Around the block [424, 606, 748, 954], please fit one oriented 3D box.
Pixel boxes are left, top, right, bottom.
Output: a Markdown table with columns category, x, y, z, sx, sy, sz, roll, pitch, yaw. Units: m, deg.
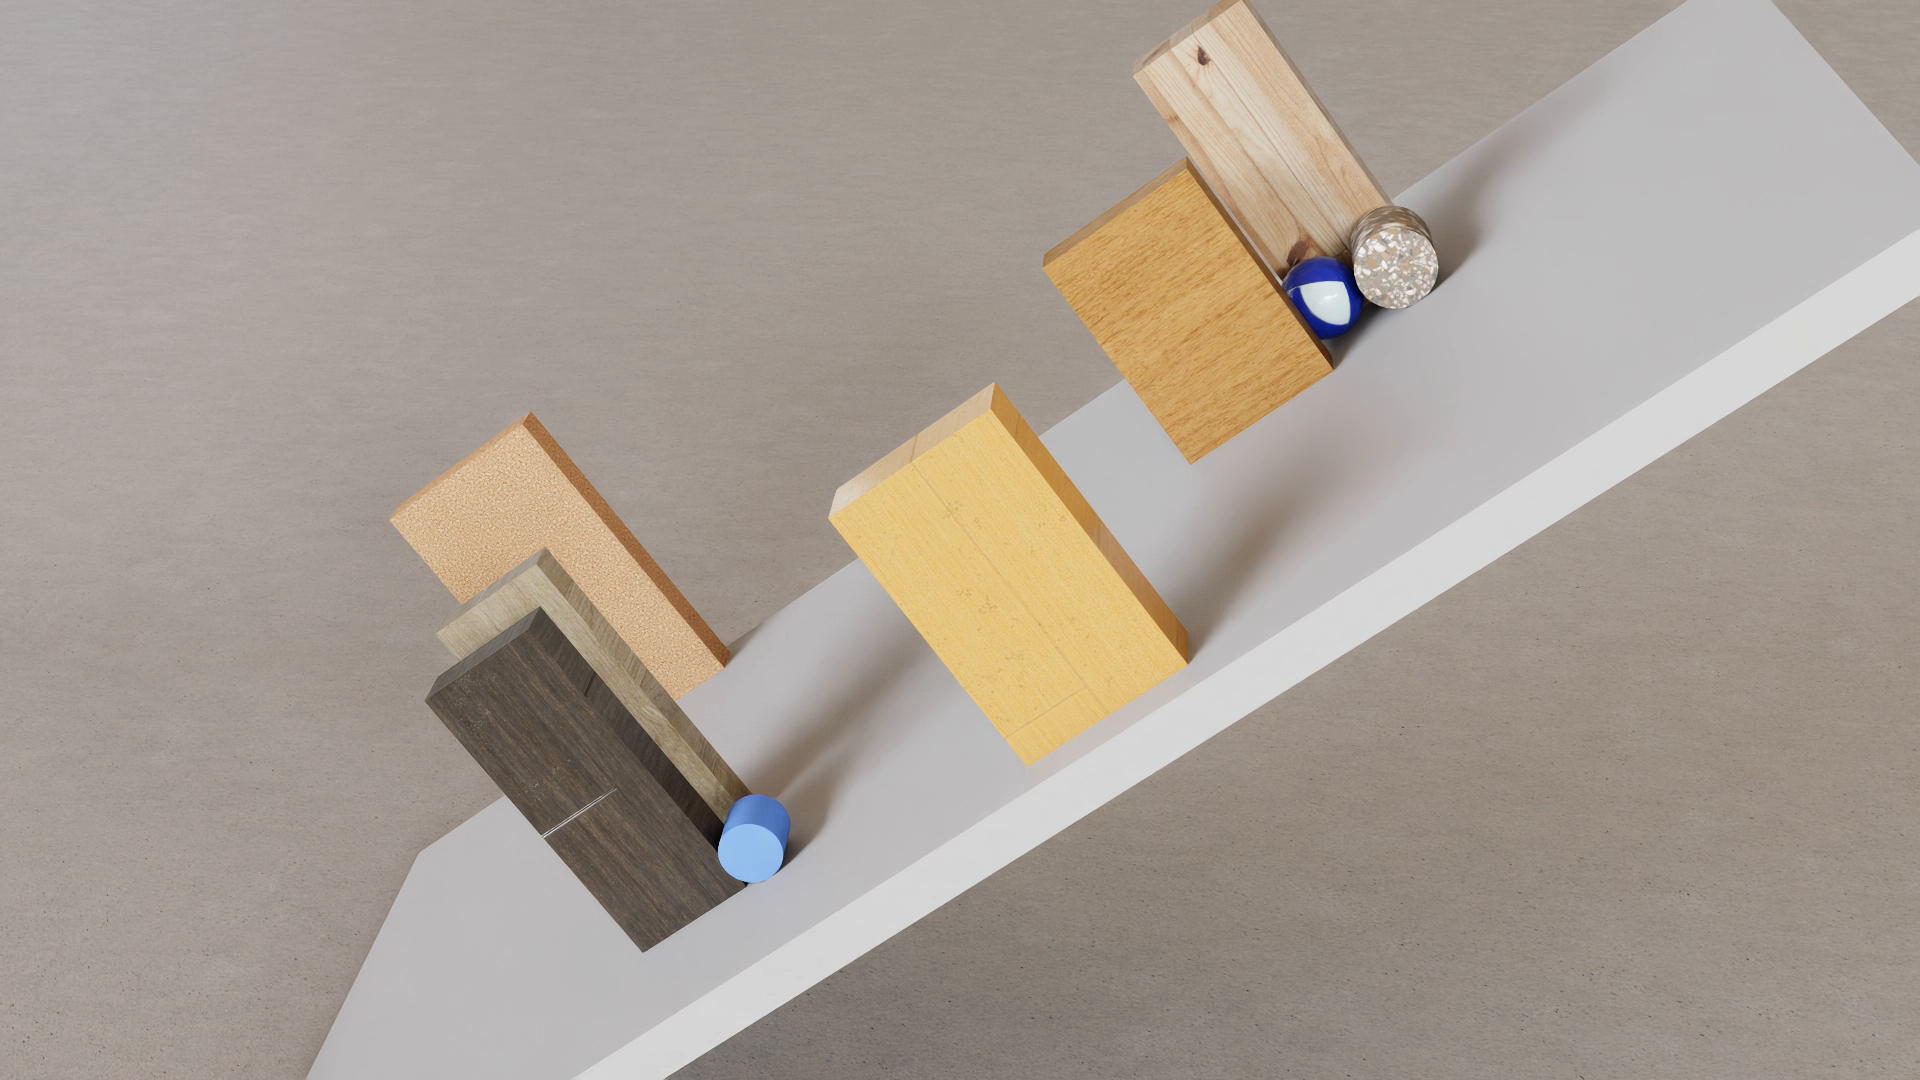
| category | x | y | z | sx | sy | sz | roll | pitch | yaw |
| --- | --- | --- | --- | --- | --- | --- | --- | --- | --- |
| block | -0.738 | 0.485 | 5.902 | 0.270 | 0.690 | 0.114 | -34 | 16 | 16 |

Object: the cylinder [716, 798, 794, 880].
| category | x | y | z | sx | sy | sz | roll | pitch | yaw |
| --- | --- | --- | --- | --- | --- | --- | --- | --- | --- |
| cylinder | -0.412 | 0.598 | 5.903 | 0.130 | 0.130 | 0.130 | 4 | 12 | 9 |

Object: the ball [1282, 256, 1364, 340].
| category | x | y | z | sx | sy | sz | roll | pitch | yaw |
| --- | --- | --- | --- | --- | --- | --- | --- | --- | --- |
| ball | 0.775 | -0.519 | 6.309 | 0.181 | 0.181 | 0.181 | 0 | 22 | 0 |

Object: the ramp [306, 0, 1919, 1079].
| category | x | y | z | sx | sy | sz | roll | pitch | yaw |
| --- | --- | --- | --- | --- | --- | --- | --- | --- | --- |
| ramp | 0.131 | 0.177 | 6.317 | 4.000 | 0.100 | 2.000 | -34 | 16 | 16 |

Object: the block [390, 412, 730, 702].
| category | x | y | z | sx | sy | sz | roll | pitch | yaw |
| --- | --- | --- | --- | --- | --- | --- | --- | --- | --- |
| block | -0.993 | 0.117 | 7.331 | 0.432 | 0.792 | 0.098 | -34 | 16 | 16 |

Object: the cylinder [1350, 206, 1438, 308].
| category | x | y | z | sx | sy | sz | roll | pitch | yaw |
| --- | --- | --- | --- | --- | --- | --- | --- | --- | --- |
| cylinder | 0.921 | -0.602 | 6.251 | 0.175 | 0.175 | 0.175 | 2 | 22 | 4 |

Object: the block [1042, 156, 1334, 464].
| category | x | y | z | sx | sy | sz | roll | pitch | yaw |
| --- | --- | --- | --- | --- | --- | --- | --- | --- | --- |
| block | 0.482 | -0.481 | 6.205 | 0.367 | 0.538 | 0.101 | -34 | 16 | 16 |

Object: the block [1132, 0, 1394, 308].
| category | x | y | z | sx | sy | sz | roll | pitch | yaw |
| --- | --- | --- | --- | --- | --- | --- | --- | --- | --- |
| block | 0.694 | -0.816 | 6.362 | 0.279 | 0.709 | 0.129 | -34 | 16 | 16 |

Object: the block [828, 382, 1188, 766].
| category | x | y | z | sx | sy | sz | roll | pitch | yaw |
| --- | --- | --- | --- | --- | --- | --- | --- | --- | --- |
| block | 0.094 | 0.067 | 5.386 | 0.363 | 0.606 | 0.146 | -34 | 16 | 16 |

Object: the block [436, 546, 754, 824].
| category | x | y | z | sx | sy | sz | roll | pitch | yaw |
| --- | --- | --- | --- | --- | --- | --- | --- | --- | --- |
| block | -0.762 | 0.377 | 6.211 | 0.275 | 0.719 | 0.094 | -34 | 16 | 16 |
